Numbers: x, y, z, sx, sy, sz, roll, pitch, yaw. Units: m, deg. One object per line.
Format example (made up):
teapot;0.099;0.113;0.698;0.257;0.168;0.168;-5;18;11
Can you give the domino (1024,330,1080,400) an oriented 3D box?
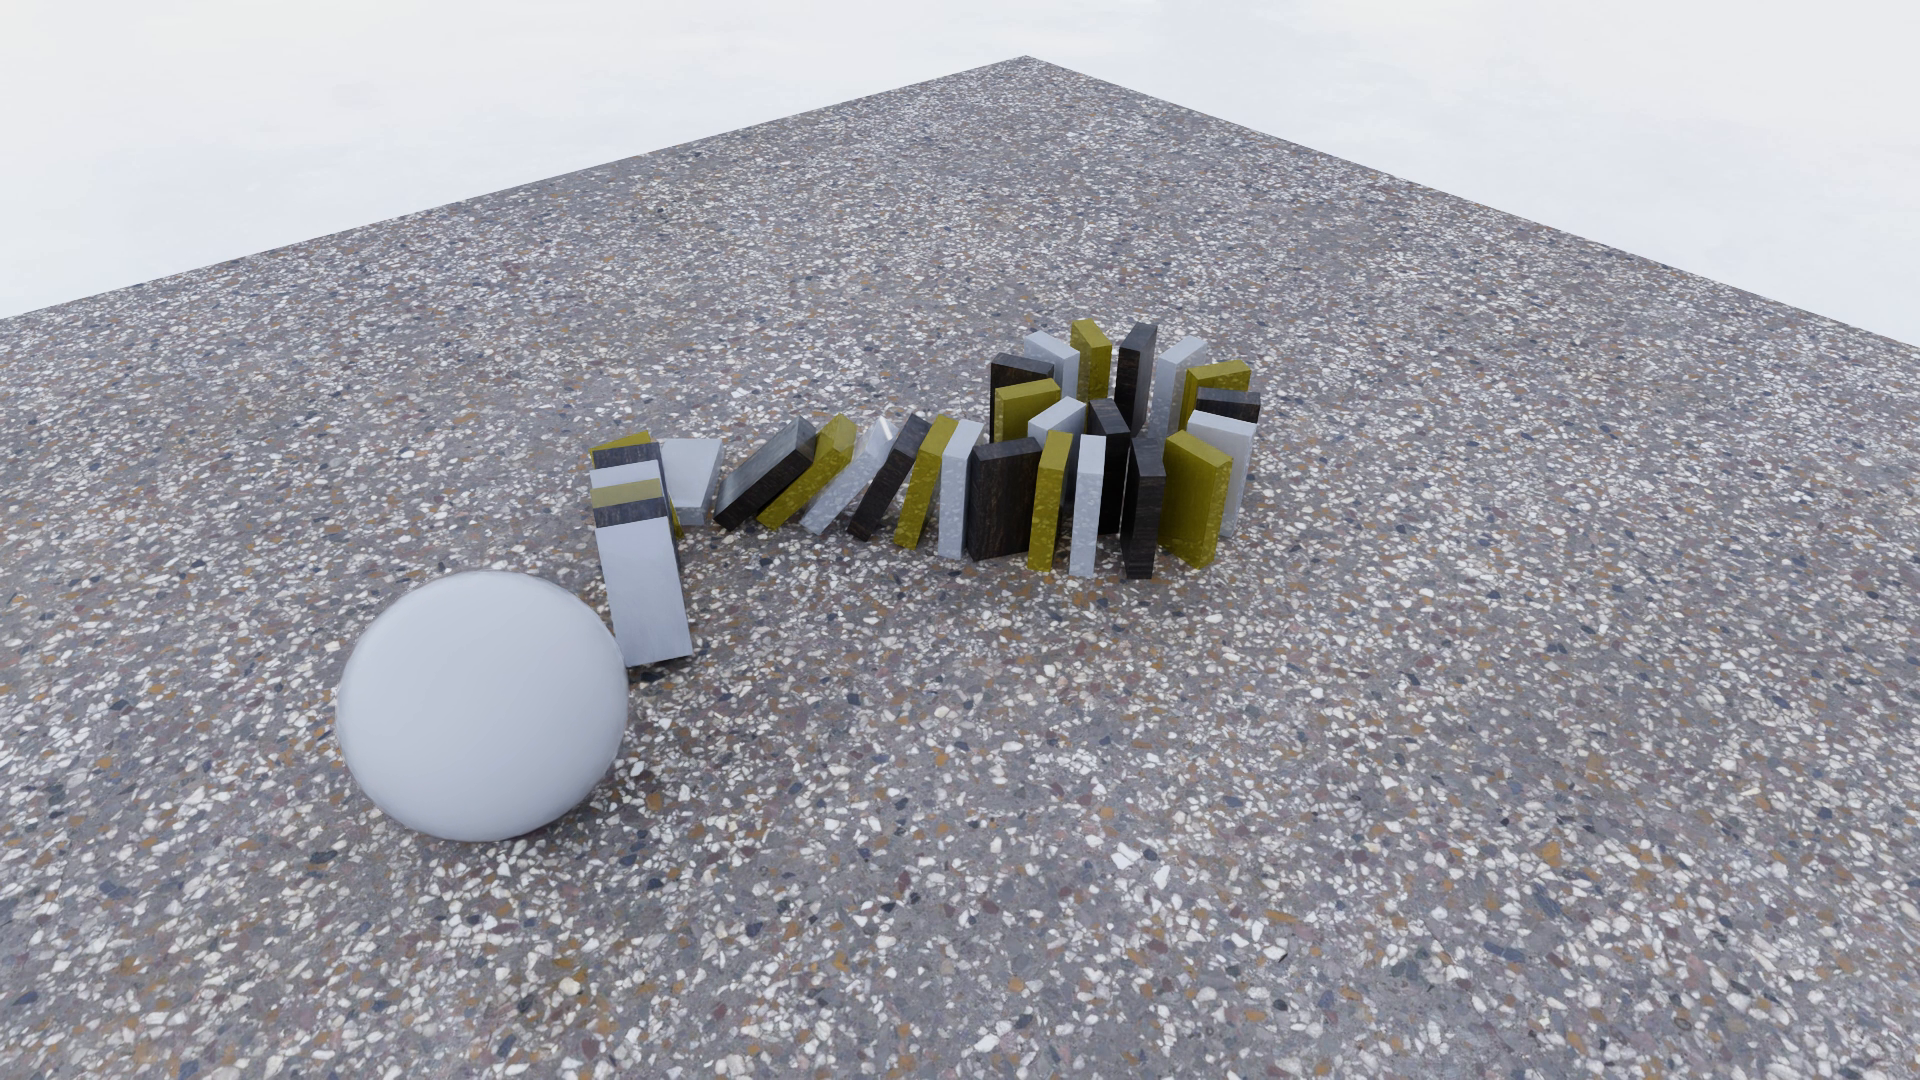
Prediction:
domino;0.040;-0.065;0.491;0.009;0.050;0.025;-28;47;-29

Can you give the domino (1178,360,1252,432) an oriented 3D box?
domino;0.108;-0.052;0.475;0.025;0.050;0.010;-12;41;-14

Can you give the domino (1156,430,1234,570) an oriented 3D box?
domino;0.090;-0.015;0.430;0.009;0.050;0.025;-28;47;-30

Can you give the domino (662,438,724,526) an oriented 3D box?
domino;-0.119;-0.026;0.475;0.025;0.010;0.050;0;39;0

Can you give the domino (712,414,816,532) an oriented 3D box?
domino;-0.080;-0.027;0.452;0.050;0.009;0.025;-36;33;24

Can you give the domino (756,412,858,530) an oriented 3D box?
domino;-0.063;-0.028;0.451;0.010;0.050;0.025;37;31;-25

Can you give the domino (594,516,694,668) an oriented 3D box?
domino;-0.113;0.018;0.393;0.025;0.050;0.009;-11;2;-13

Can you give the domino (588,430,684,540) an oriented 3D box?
domino;-0.133;-0.019;0.450;0.025;0.010;0.050;-20;62;-11

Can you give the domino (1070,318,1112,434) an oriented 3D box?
domino;0.058;-0.072;0.499;0.010;0.050;0.025;-10;40;-12

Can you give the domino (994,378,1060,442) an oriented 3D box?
domino;0.028;-0.042;0.463;0.025;0.050;0.010;-13;41;-15

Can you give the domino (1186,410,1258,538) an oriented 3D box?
domino;0.102;-0.026;0.443;0.025;0.050;0.010;16;42;19

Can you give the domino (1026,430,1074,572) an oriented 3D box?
domino;0.035;-0.015;0.429;0.009;0.050;0.025;10;40;8

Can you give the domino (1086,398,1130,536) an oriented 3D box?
domino;0.059;-0.030;0.448;0.010;0.050;0.025;-7;40;-8

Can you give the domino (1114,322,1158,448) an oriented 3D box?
domino;0.078;-0.070;0.497;0.009;0.050;0.025;17;42;19

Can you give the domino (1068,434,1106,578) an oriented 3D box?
domino;0.049;-0.013;0.427;0.010;0.050;0.025;5;40;6

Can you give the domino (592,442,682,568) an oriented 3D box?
domino;-0.126;-0.011;0.429;0.025;0.050;0.009;-10;2;-12

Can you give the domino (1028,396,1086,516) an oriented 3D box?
domino;0.038;-0.031;0.449;0.009;0.050;0.025;30;48;31

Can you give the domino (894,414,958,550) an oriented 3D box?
domino;-0.013;-0.023;0.438;0.009;0.050;0.025;21;42;3

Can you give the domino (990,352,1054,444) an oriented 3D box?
domino;0.026;-0.055;0.479;0.025;0.050;0.010;15;42;18

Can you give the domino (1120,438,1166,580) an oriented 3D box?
domino;0.070;-0.012;0.426;0.009;0.050;0.025;0;39;0

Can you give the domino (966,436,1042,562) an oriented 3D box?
domino;0.017;-0.015;0.430;0.025;0.050;0.009;-10;43;-15

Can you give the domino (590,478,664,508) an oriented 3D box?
domino;-0.120;0.004;0.411;0.025;0.050;0.010;-11;2;-13

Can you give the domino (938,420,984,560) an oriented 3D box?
domino;0.000;-0.019;0.435;0.010;0.050;0.025;13;41;11

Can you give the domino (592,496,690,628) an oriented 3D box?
domino;-0.116;0.011;0.402;0.025;0.050;0.010;-11;2;-13

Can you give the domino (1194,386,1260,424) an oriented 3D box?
domino;0.108;-0.039;0.459;0.025;0.050;0.009;7;40;8

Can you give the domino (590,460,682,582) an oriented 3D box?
domino;-0.123;-0.004;0.420;0.025;0.050;0.009;-11;2;-13

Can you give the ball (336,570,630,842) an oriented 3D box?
ball;-0.140;0.049;0.328;0.080;0.080;0.080;0;39;0

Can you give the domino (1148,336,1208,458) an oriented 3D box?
domino;0.096;-0.063;0.488;0.010;0.050;0.025;29;47;30

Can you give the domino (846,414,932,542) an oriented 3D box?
domino;-0.029;-0.025;0.442;0.010;0.050;0.025;29;41;-7

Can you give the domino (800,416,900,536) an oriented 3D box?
domino;-0.045;-0.026;0.446;0.010;0.050;0.025;35;38;-15
